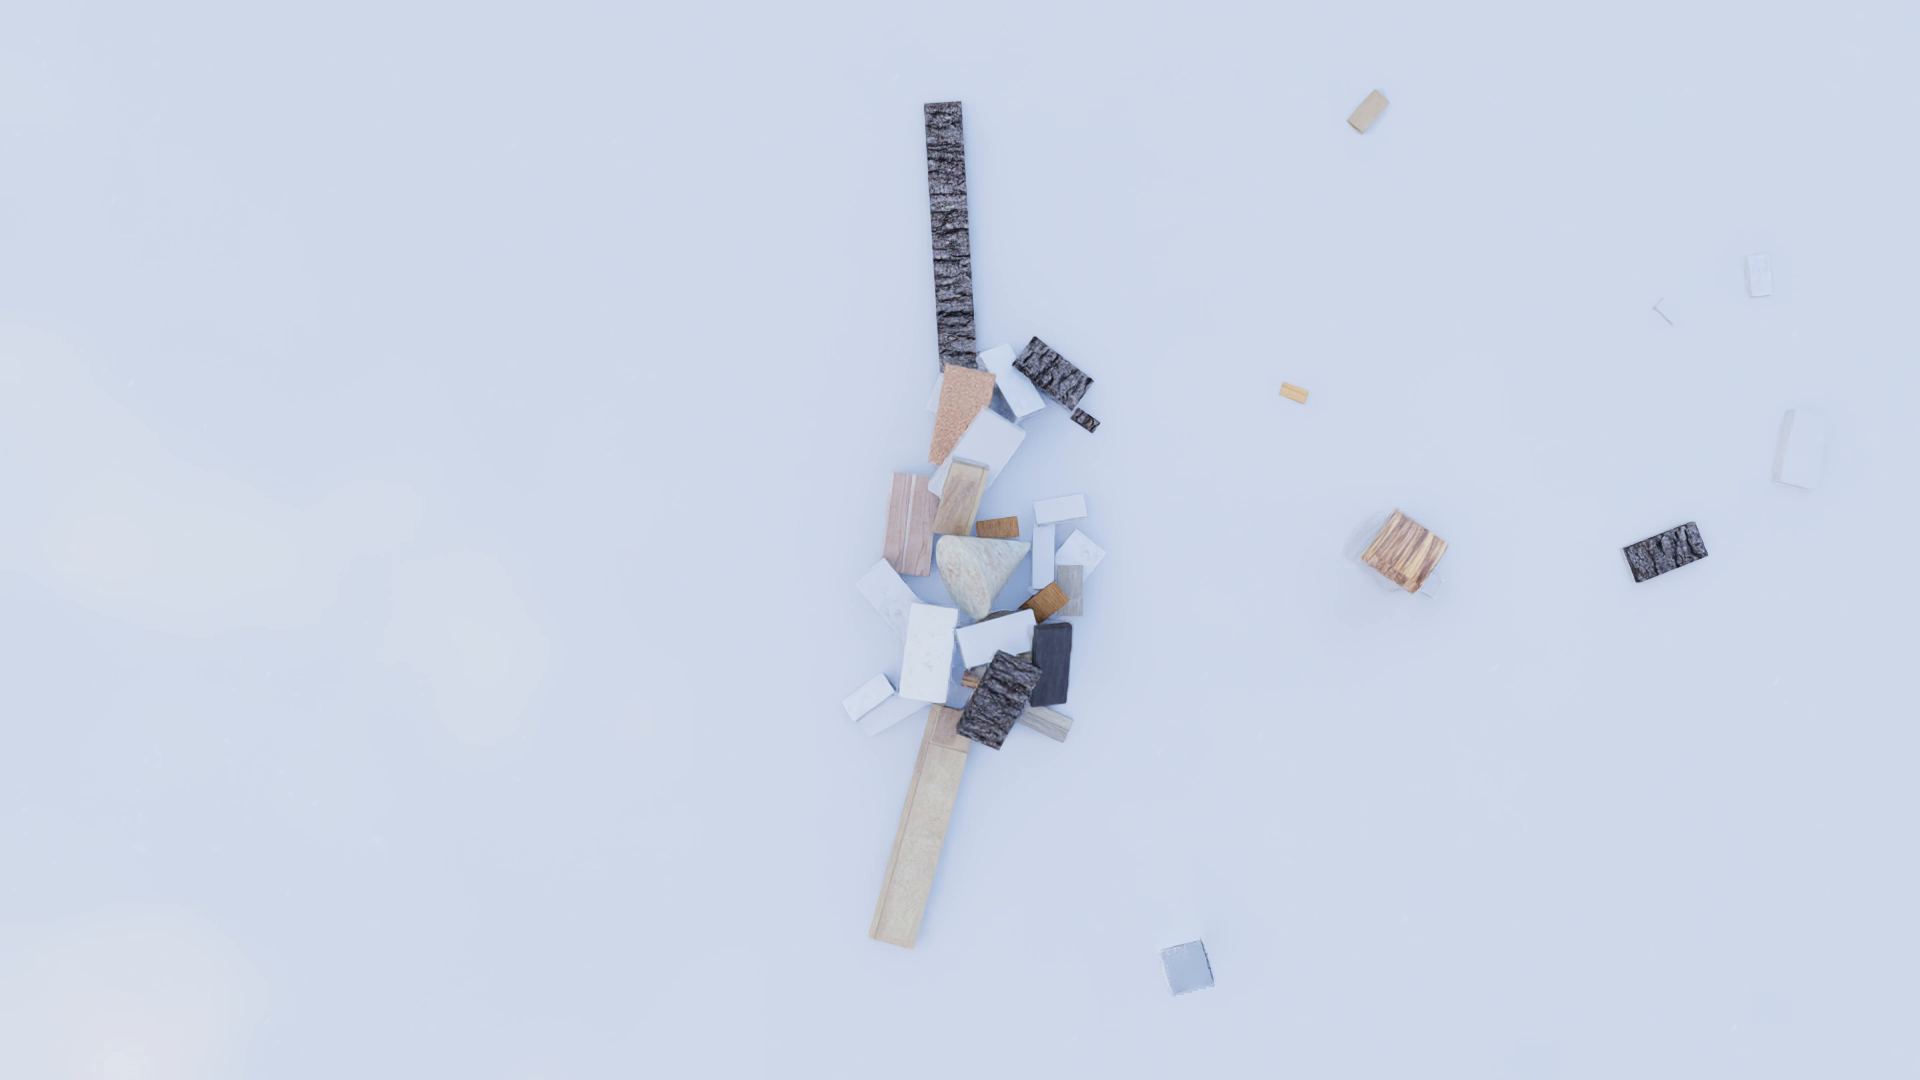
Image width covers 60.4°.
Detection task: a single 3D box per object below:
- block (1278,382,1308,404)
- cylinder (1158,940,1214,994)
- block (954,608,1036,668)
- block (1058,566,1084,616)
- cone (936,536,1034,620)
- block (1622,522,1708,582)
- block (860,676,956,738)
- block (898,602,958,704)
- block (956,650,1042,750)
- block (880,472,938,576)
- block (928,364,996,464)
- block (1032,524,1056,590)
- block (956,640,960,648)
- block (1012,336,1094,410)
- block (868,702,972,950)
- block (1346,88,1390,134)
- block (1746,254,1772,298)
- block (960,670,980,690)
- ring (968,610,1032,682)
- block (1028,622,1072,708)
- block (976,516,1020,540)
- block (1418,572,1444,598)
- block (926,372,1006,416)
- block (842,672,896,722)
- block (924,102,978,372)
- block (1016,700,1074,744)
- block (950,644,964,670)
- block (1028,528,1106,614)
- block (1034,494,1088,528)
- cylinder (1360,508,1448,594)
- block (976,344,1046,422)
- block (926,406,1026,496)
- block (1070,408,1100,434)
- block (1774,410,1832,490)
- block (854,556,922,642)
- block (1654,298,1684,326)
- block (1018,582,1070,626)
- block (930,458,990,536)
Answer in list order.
[{"bbox_3d":[1.112,-0.490,5.494,0.090,0.013,0.045,21,90,0],"label":"block"},{"bbox_3d":[0.743,1.404,5.427,0.145,0.145,0.145,-15,90,0],"label":"cylinder"},{"bbox_3d":[0.126,0.321,5.383,0.260,0.037,0.130,-15,90,-9],"label":"block"},{"bbox_3d":[0.364,0.167,5.451,0.084,0.024,0.167,0,90,0],"label":"block"},{"bbox_3d":[0.128,0.065,5.433,0.297,0.297,0.297,-25,90,-27],"label":"cone"},{"bbox_3d":[2.345,0.040,5.483,0.244,0.035,0.122,-21,90,0],"label":"block"},{"bbox_3d":[-0.176,0.537,5.477,0.335,0.024,0.084,-29,94,3],"label":"block"},{"bbox_3d":[-0.104,0.370,5.428,0.157,0.044,0.314,8,95,0],"label":"block"},{"bbox_3d":[0.126,0.524,5.386,0.157,0.044,0.314,23,110,-11],"label":"block"},{"bbox_3d":[-0.166,-0.052,5.477,0.165,0.047,0.329,6,90,0],"label":"block"},{"bbox_3d":[0.005,-0.398,5.397,0.165,0.047,0.329,12,112,1],"label":"block"},{"bbox_3d":[0.278,0.054,5.461,0.070,0.020,0.220,-2,79,14],"label":"block"},{"bbox_3d":[0.036,0.372,5.477,0.057,0.016,0.114,-28,95,-14],"label":"block"},{"bbox_3d":[0.309,-0.552,5.455,0.250,0.035,0.125,37,61,0],"label":"block"},{"bbox_3d":[-0.123,0.949,5.478,0.157,0.044,0.803,15,90,0],"label":"block"},{"bbox_3d":[1.359,-1.426,5.490,0.068,0.019,0.137,42,90,0],"label":"block"},{"bbox_3d":[2.660,-0.880,5.490,0.068,0.019,0.137,-6,90,0],"label":"block"},{"bbox_3d":[0.065,0.472,5.492,0.114,0.016,0.057,16,90,0],"label":"block"},{"bbox_3d":[0.147,0.367,5.447,0.267,0.089,0.267,0,88,-8],"label":"ring"},{"bbox_3d":[0.296,0.410,5.405,0.122,0.035,0.292,-5,117,-15],"label":"block"},{"bbox_3d":[0.125,-0.036,5.490,0.140,0.020,0.070,-8,90,0],"label":"block"},{"bbox_3d":[1.533,0.132,5.490,0.140,0.020,0.070,28,90,0],"label":"block"},{"bbox_3d":[0.030,-0.450,5.461,0.252,0.036,0.126,23,111,0],"label":"block"},{"bbox_3d":[-0.301,0.523,5.469,0.168,0.024,0.084,-36,63,-1],"label":"block"},{"bbox_3d":[-0.031,-0.995,5.482,0.125,0.035,0.914,-3,90,0],"label":"block"},{"bbox_3d":[0.283,0.602,5.488,0.168,0.024,0.084,25,90,0],"label":"block"},{"bbox_3d":[-0.030,0.398,5.492,0.114,0.016,0.057,-38,90,0],"label":"block"},{"bbox_3d":[0.354,0.104,5.482,0.130,0.037,0.260,39,90,0],"label":"block"},{"bbox_3d":[0.333,-0.098,5.470,0.167,0.024,0.084,-9,63,0],"label":"block"},{"bbox_3d":[1.448,0.037,5.385,0.203,0.203,0.203,35,90,9],"label":"cylinder"},{"bbox_3d":[0.166,-0.518,5.432,0.125,0.035,0.250,-24,79,-32],"label":"block"},{"bbox_3d":[0.053,-0.261,5.394,0.165,0.047,0.329,31,108,-16],"label":"block"},{"bbox_3d":[0.417,-0.398,5.494,0.090,0.013,0.045,34,90,0],"label":"block"},{"bbox_3d":[2.802,-0.299,5.483,0.122,0.035,0.244,13,90,0],"label":"block"},{"bbox_3d":[-0.215,0.198,5.452,0.130,0.037,0.260,-39,101,5],"label":"block"},{"bbox_3d":[2.362,-0.760,5.494,0.090,0.013,0.045,41,90,0],"label":"block"},{"bbox_3d":[0.277,0.213,5.440,0.084,0.024,0.167,49,125,-2],"label":"block"},{"bbox_3d":[-0.001,-0.131,5.401,0.126,0.036,0.252,14,112,-11],"label":"block"}]
